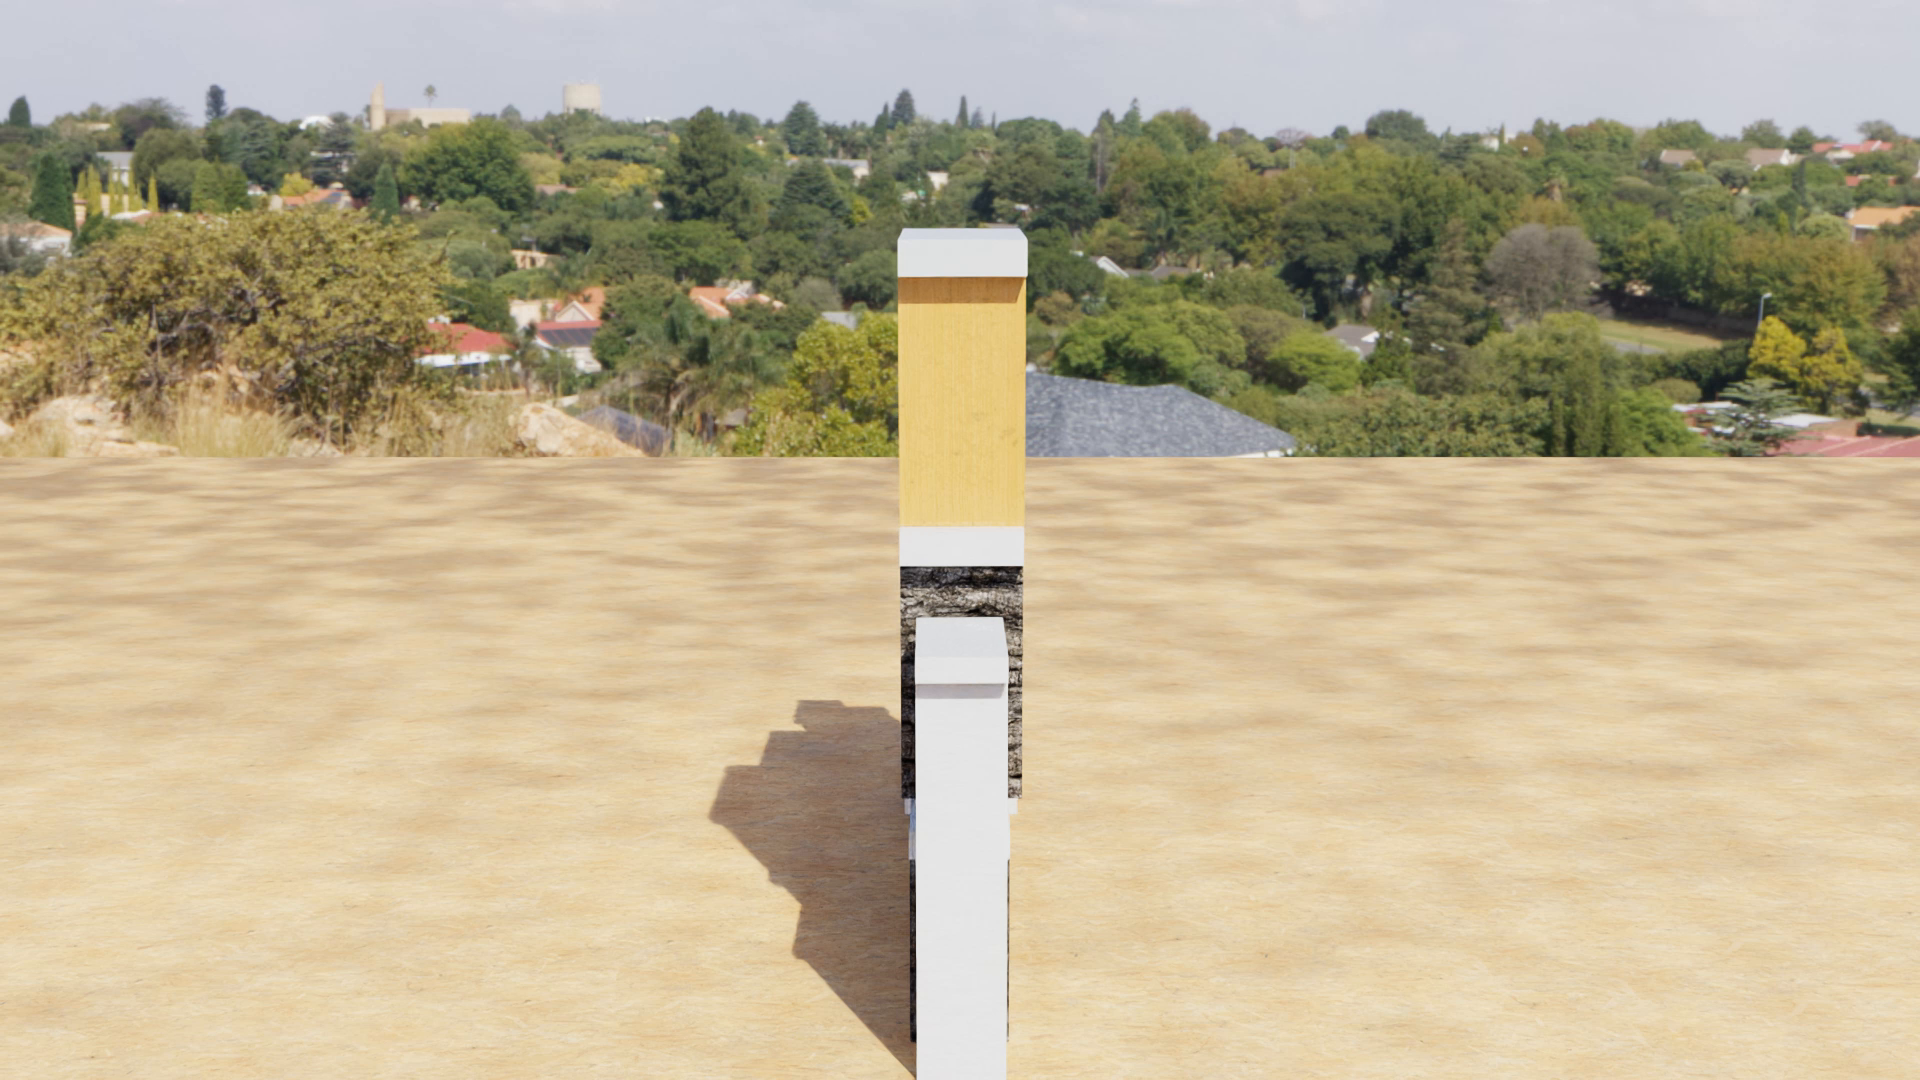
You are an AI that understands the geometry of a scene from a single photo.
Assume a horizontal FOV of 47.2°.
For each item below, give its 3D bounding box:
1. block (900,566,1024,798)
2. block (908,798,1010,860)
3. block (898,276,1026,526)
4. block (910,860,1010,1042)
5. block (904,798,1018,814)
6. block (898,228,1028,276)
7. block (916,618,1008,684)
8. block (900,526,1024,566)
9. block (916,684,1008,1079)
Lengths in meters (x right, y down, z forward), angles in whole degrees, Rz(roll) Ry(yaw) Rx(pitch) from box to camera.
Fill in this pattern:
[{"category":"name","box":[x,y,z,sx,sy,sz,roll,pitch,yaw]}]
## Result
[{"category":"block","box":[0.002,0.195,3.130,0.172,0.345,0.049,0,11,0]},{"category":"block","box":[-0.001,0.391,3.127,0.138,0.039,0.275,0,11,0]},{"category":"block","box":[0.003,-0.195,3.062,0.175,0.349,0.049,0,11,0]},{"category":"block","box":[-0.001,0.562,3.065,0.138,0.275,0.039,0,11,0]},{"category":"block","box":[0.001,0.200,3.365,0.172,0.441,0.049,0,10,0]},{"category":"block","box":[0.003,-0.412,3.140,0.175,0.049,0.349,0,10,0]},{"category":"block","box":[0.001,0.146,2.936,0.120,0.034,0.239,0,10,-1]},{"category":"block","box":[0.002,-0.020,3.207,0.172,0.049,0.345,0,11,0]},{"category":"block","box":[0.002,0.449,2.911,0.120,0.554,0.034,0,11,0]}]
